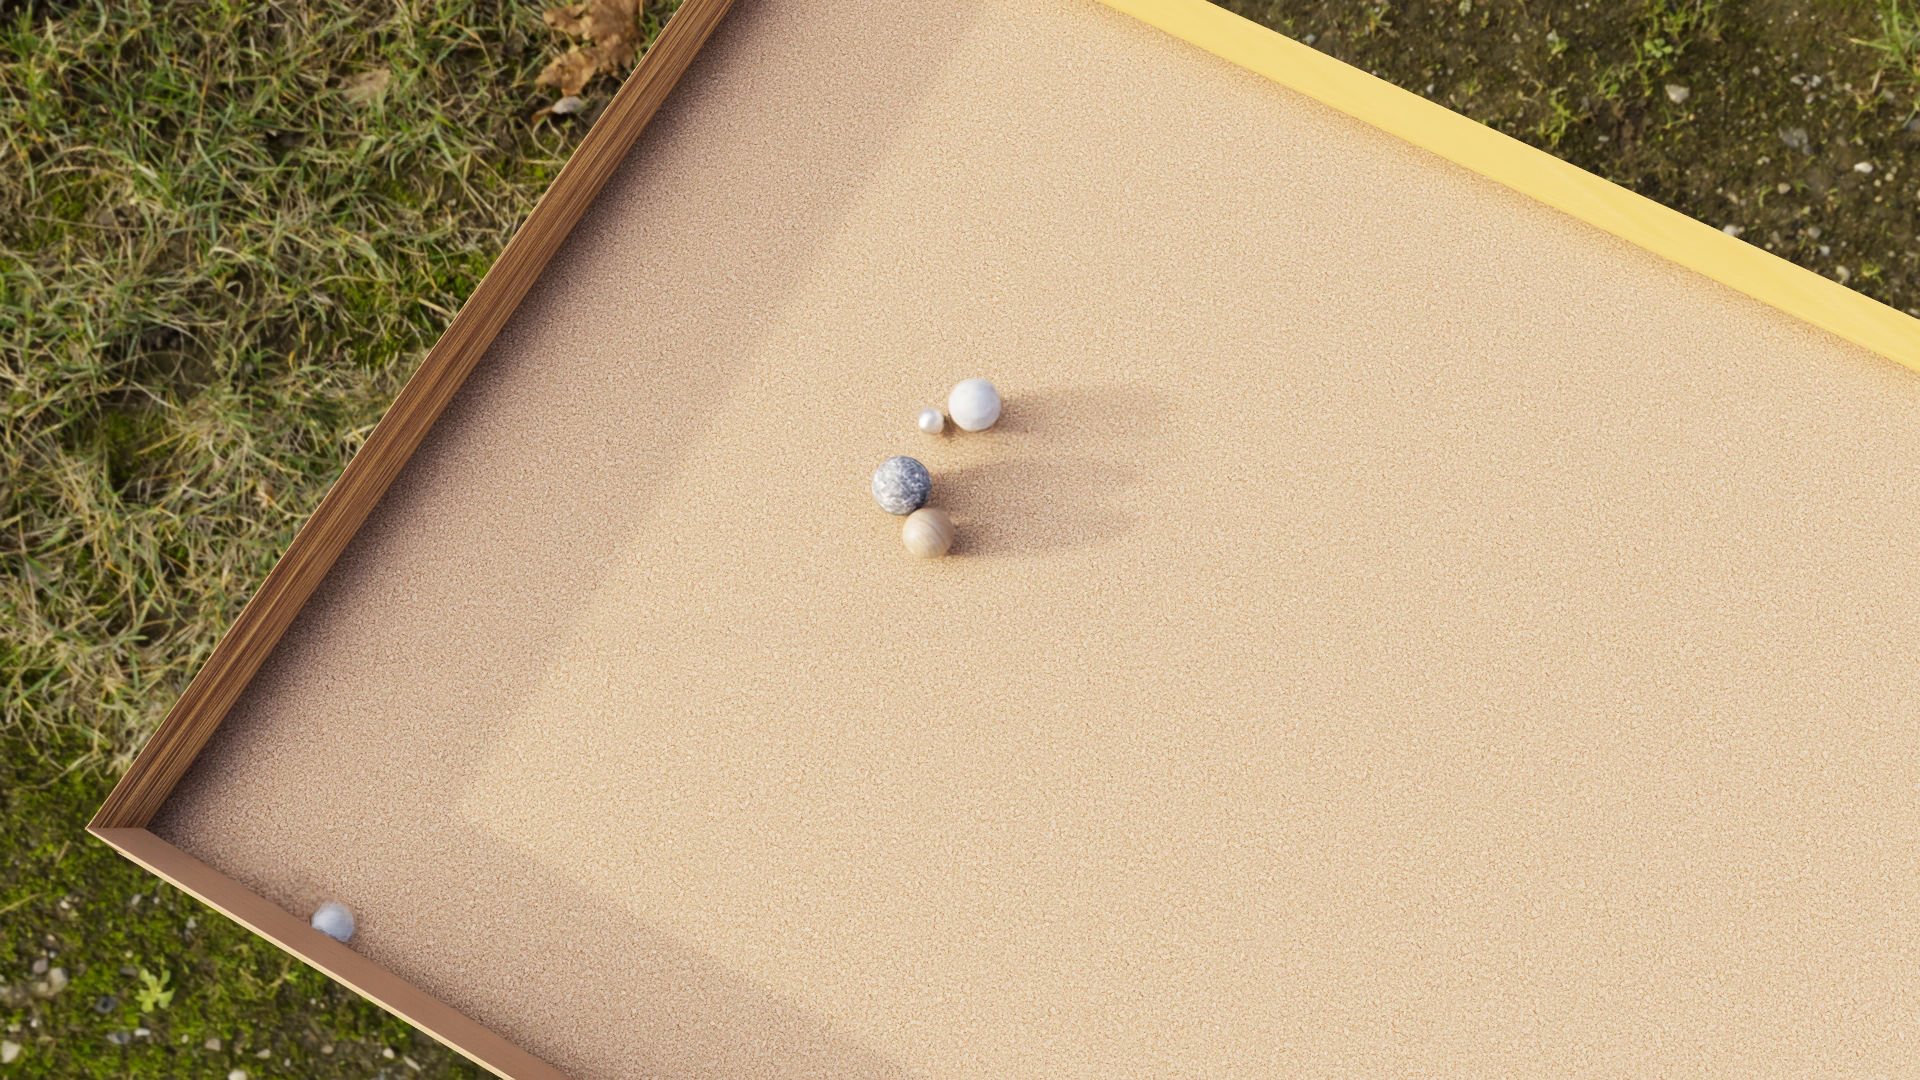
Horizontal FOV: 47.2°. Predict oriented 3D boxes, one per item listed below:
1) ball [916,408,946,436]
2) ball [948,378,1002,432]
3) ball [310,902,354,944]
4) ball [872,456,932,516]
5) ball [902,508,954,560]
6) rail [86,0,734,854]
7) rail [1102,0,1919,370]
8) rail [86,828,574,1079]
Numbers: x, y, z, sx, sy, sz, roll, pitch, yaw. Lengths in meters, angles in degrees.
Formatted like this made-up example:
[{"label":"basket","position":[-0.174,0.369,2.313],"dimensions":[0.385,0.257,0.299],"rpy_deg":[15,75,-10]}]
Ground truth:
[{"label":"ball","position":[-0.047,-0.193,3.594],"dimensions":[0.046,0.046,0.046],"rpy_deg":[0,67,0]},{"label":"ball","position":[0.025,-0.219,3.583],"dimensions":[0.086,0.086,0.086],"rpy_deg":[0,67,0]},{"label":"ball","position":[-0.932,0.571,3.268],"dimensions":[0.063,0.063,0.063],"rpy_deg":[0,67,0]},{"label":"ball","position":[-0.093,-0.087,3.522],"dimensions":[0.097,0.097,0.097],"rpy_deg":[0,67,0]},{"label":"ball","position":[-0.050,-0.010,3.499],"dimensions":[0.083,0.083,0.083],"rpy_deg":[0,67,0]},{"label":"rail","position":[-0.754,-0.394,3.633],"dimensions":[0.045,0.126,2.109],"rpy_deg":[27,70,11]},{"label":"rail","position":[1.273,-0.448,3.656],"dimensions":[3.540,0.126,0.045],"rpy_deg":[27,70,11]},{"label":"rail","position":[0.277,1.219,2.964],"dimensions":[3.540,0.126,0.045],"rpy_deg":[27,70,11]}]
